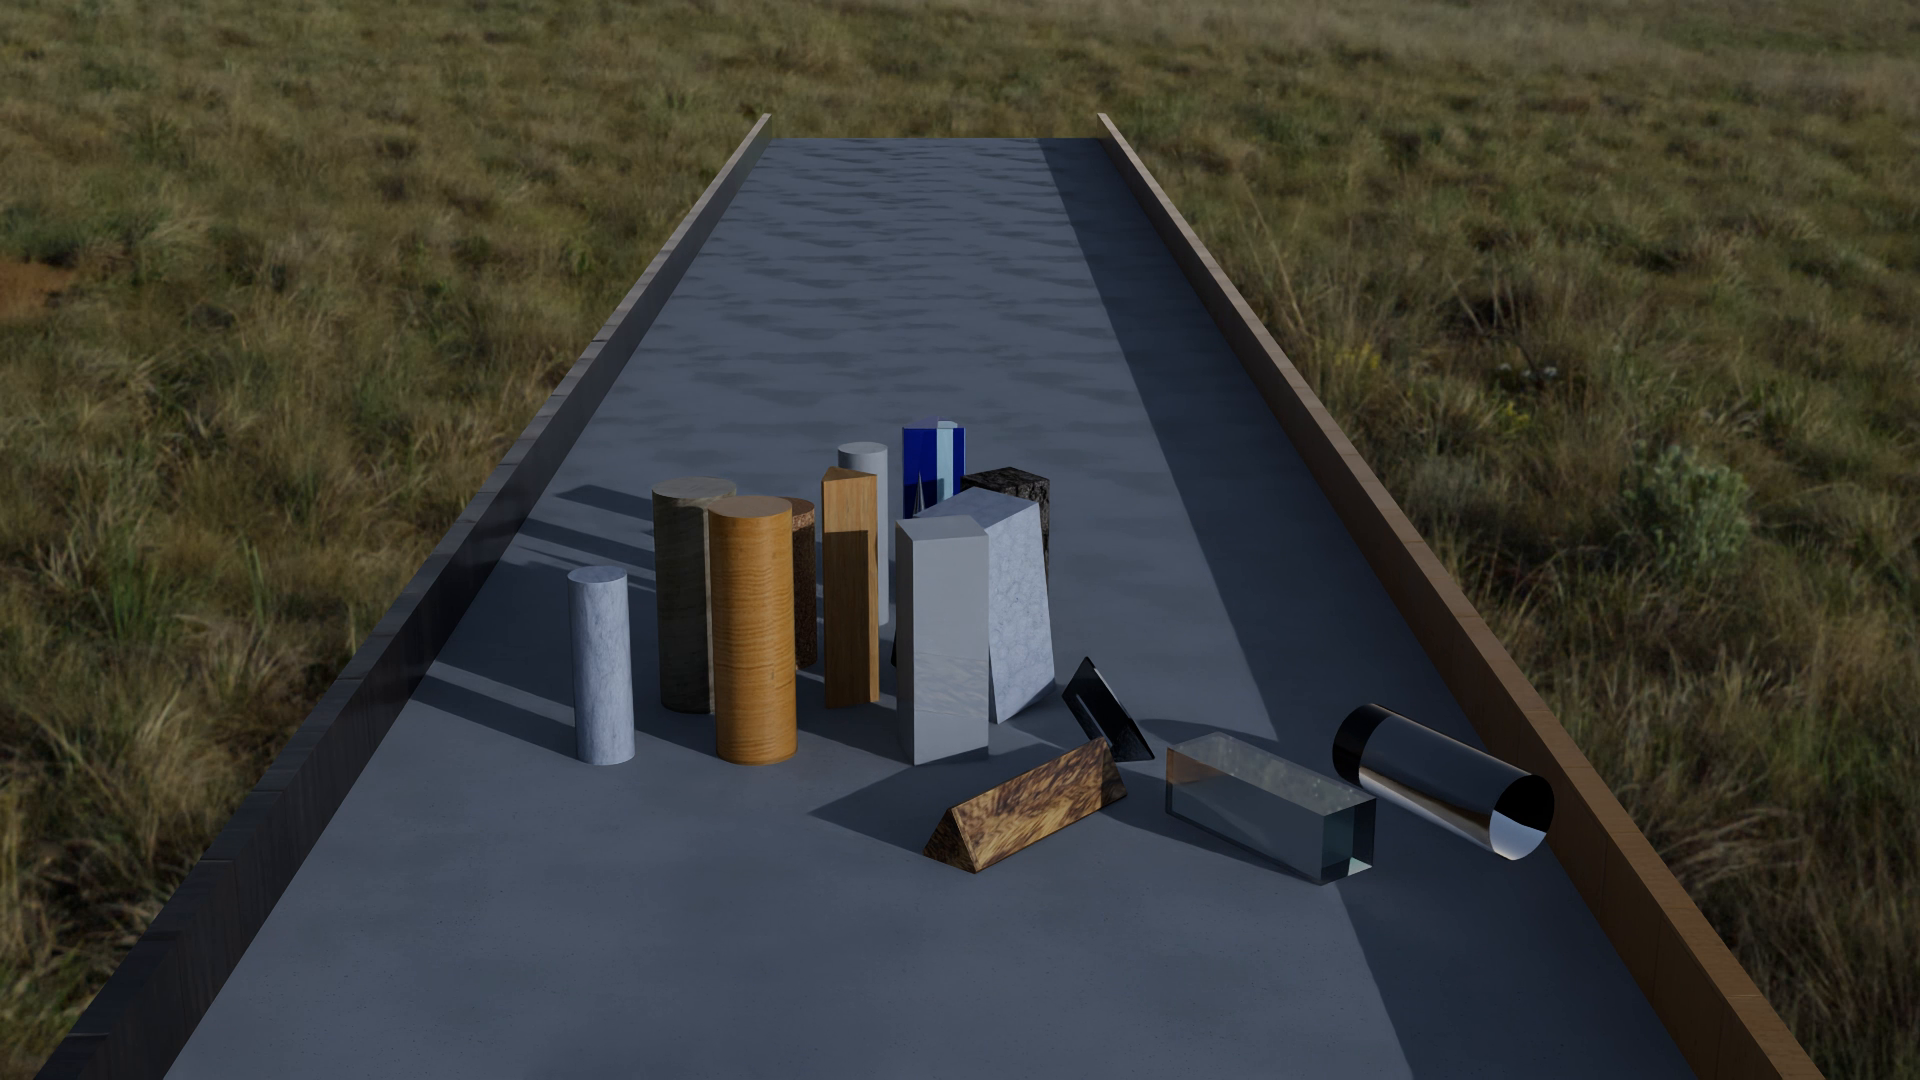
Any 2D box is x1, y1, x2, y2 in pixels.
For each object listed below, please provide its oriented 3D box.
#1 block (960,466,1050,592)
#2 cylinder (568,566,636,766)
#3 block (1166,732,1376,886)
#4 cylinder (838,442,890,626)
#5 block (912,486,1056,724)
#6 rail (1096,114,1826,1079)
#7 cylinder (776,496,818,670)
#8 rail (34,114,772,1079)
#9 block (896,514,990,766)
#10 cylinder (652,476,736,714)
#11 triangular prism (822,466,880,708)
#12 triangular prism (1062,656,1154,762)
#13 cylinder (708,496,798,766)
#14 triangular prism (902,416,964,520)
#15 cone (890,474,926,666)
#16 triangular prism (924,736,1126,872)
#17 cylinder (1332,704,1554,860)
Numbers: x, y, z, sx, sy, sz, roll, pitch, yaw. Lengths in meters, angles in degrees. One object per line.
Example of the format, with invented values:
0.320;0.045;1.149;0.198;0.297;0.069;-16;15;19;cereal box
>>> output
0.094;0.019;4.623;0.132;0.309;0.132;-12;20;-36;block
-0.634;0.222;3.889;0.104;0.338;0.104;0;17;0;cylinder
0.499;0.431;3.570;0.118;0.118;0.356;-12;21;-36;block
-0.201;-0.011;4.606;0.103;0.375;0.103;0;17;0;cylinder
0.048;0.120;4.110;0.164;0.386;0.164;15;31;42;block
0.932;-0.844;7.801;0.050;0.150;12.000;0;17;-1;rail
-0.362;0.087;4.377;0.152;0.317;0.152;0;17;0;cylinder
-1.118;-0.838;7.780;0.050;0.150;12.000;0;17;-1;rail
-0.032;0.178;3.900;0.135;0.416;0.135;-4;17;-14;block
-0.493;0.103;4.142;0.156;0.420;0.156;0;17;0;cylinder
-0.223;0.087;4.155;0.109;0.444;0.094;-7;18;-23;triangular prism
0.271;0.306;4.047;0.093;0.081;0.329;-3;17;-10;triangular prism
-0.365;0.160;3.890;0.146;0.456;0.146;0;17;0;cylinder
-0.056;-0.086;4.877;0.135;0.364;0.117;0;17;1;triangular prism
-0.079;0.053;4.353;0.120;0.396;0.120;0;17;0;cone
0.113;0.424;3.625;0.110;0.095;0.404;14;22;38;triangular prism
0.795;0.396;3.644;0.143;0.143;0.372;-10;19;-30;cylinder
